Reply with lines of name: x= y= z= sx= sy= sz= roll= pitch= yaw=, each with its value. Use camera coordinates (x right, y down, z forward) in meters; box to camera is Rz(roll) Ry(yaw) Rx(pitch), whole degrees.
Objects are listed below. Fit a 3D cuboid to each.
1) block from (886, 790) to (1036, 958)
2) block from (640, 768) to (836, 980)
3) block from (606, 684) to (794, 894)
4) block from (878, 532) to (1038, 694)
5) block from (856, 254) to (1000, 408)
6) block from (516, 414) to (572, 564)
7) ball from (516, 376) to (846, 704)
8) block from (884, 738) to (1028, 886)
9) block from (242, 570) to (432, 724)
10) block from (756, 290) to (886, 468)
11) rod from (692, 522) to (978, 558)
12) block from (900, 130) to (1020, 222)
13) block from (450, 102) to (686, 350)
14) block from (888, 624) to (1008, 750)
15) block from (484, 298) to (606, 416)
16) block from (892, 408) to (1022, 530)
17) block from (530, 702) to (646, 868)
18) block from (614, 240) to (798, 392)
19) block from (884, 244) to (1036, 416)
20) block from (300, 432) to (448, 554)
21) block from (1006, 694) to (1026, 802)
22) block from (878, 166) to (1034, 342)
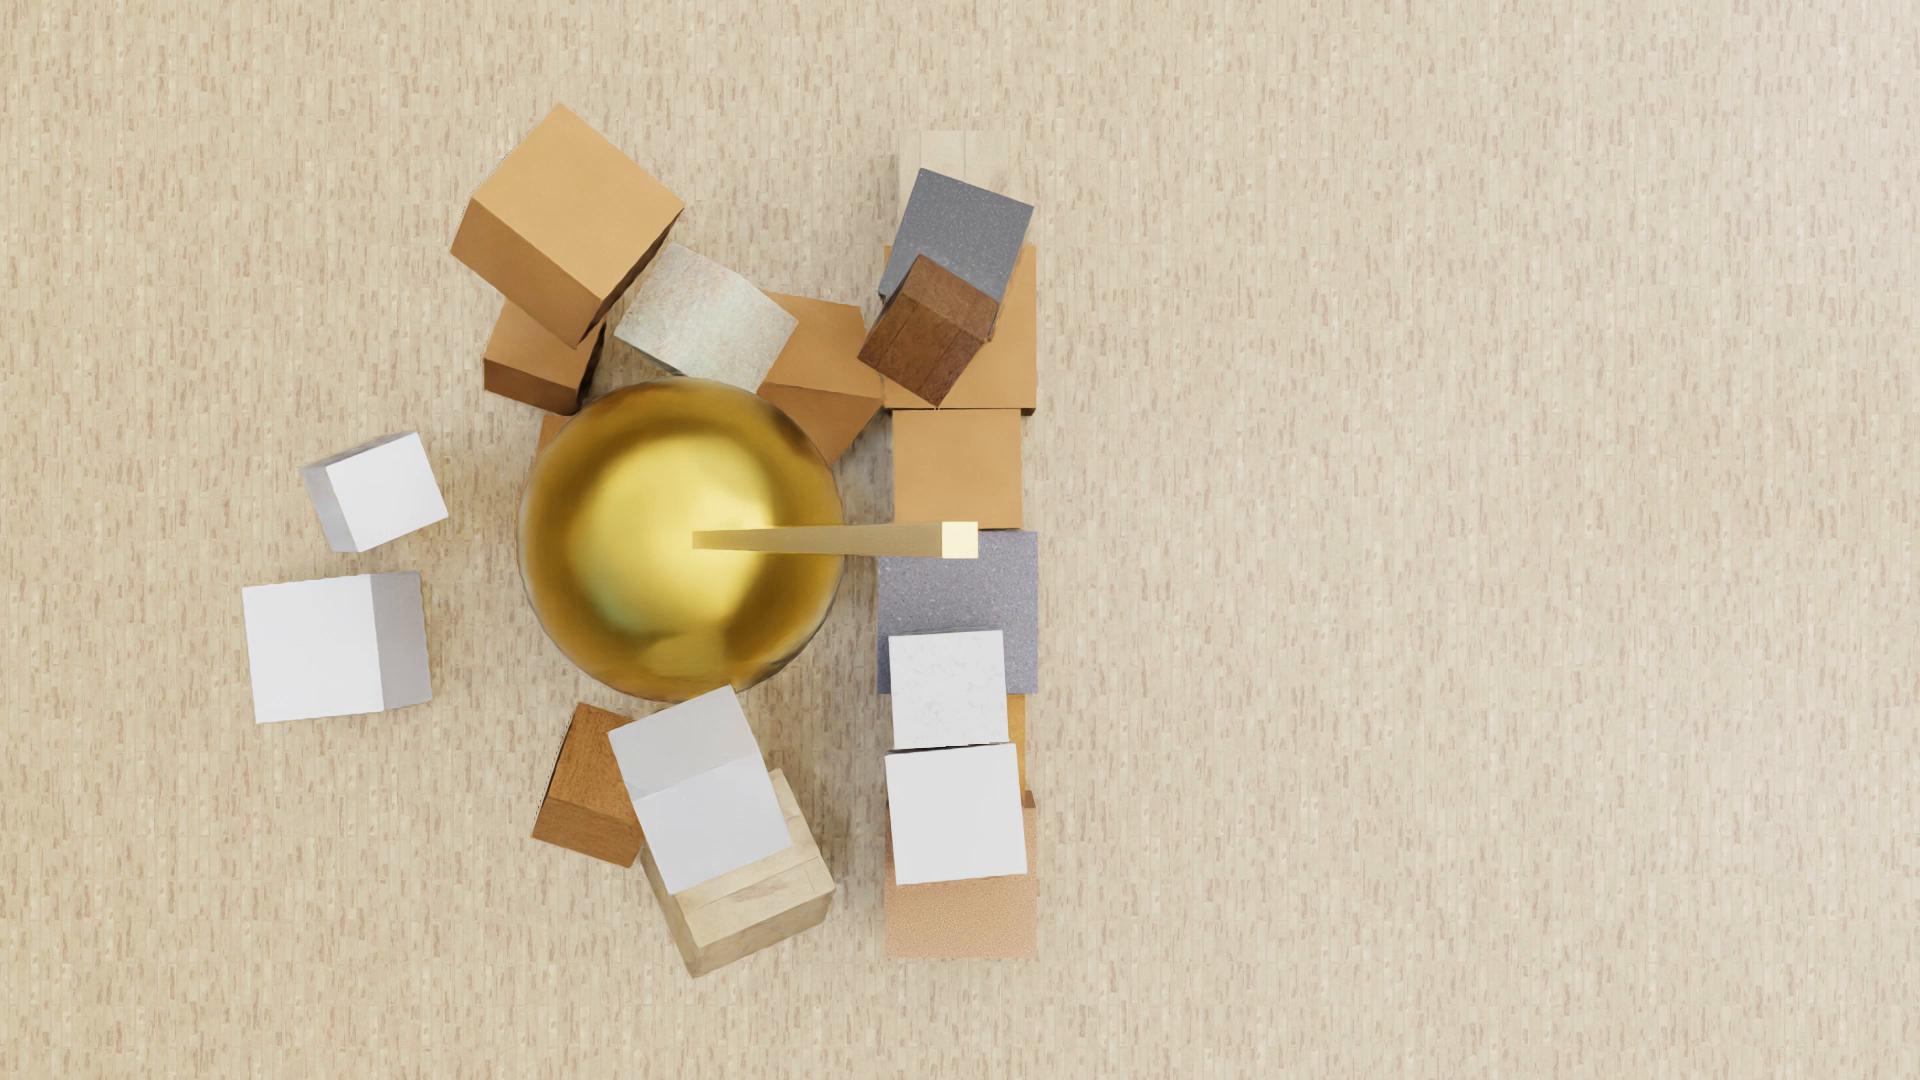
block: x=0.004 y=1.894 z=12.570 sx=0.836 sy=0.860 sz=0.826 roll=0 pitch=90 yaw=0
block: x=-1.250 y=1.869 z=12.269 sx=0.812 sy=0.791 sz=0.744 roll=-21 pitch=72 yaw=-18
block: x=-1.214 y=1.162 z=10.268 sx=0.616 sy=0.541 sz=0.605 roll=-21 pitch=126 yaw=-9
block: x=-0.013 y=0.405 z=12.630 sx=0.894 sy=0.740 sz=0.907 roll=0 pitch=90 yaw=0
block: x=-0.162 y=-1.077 z=11.296 sx=0.488 sy=0.407 sz=0.486 roll=31 pitch=127 yaw=-8
block: x=-1.962 y=-0.200 z=12.438 sx=0.739 sy=0.891 sz=0.875 roll=11 pitch=90 yaw=-26
ball: x=-1.354 y=0.000 z=10.733 sx=1.600 sy=1.600 sz=1.600 roll=0 pitch=90 yaw=0
block: x=-0.020 y=1.448 z=11.813 sx=0.685 sy=0.656 sz=0.677 roll=-5 pitch=87 yaw=0
block: x=-3.560 y=0.602 z=12.609 sx=0.770 sy=0.655 sz=0.766 roll=-6 pitch=90 yaw=10
block: x=-0.984 y=-0.905 z=12.302 sx=0.799 sy=0.653 sz=0.658 roll=6 pitch=53 yaw=-34
rod: x=-0.587 y=0.000 z=7.421 sx=0.080 sy=5.200 sz=0.080 roll=0 pitch=90 yaw=-13
block: x=0.002 y=-1.977 z=12.694 sx=0.681 sy=0.612 sz=0.659 roll=0 pitch=90 yaw=0
block: x=-2.035 y=-1.615 z=11.389 sx=0.816 sy=0.683 sz=0.732 roll=39 pitch=63 yaw=-7
block: x=-0.060 y=0.787 z=11.906 sx=0.600 sy=0.708 sz=0.592 roll=-3 pitch=90 yaw=0
block: x=-2.373 y=-1.080 z=12.578 sx=0.550 sy=0.545 sz=0.497 roll=19 pitch=72 yaw=-5
block: x=-0.013 y=-0.393 z=12.606 sx=0.708 sy=0.787 sz=0.663 roll=-1 pitch=90 yaw=0
block: x=-1.876 y=1.299 z=11.614 sx=0.549 sy=0.574 sz=0.560 roll=19 pitch=56 yaw=-9
block: x=-1.337 y=-1.121 z=11.611 sx=0.555 sy=0.569 sz=0.578 roll=29 pitch=86 yaw=37
block: x=0.000 y=-1.184 z=12.599 sx=0.847 sy=0.802 sz=0.905 roll=0 pitch=90 yaw=0
block: x=-3.186 y=-0.260 z=11.955 sx=0.531 sy=0.493 sz=0.487 roll=-25 pitch=104 yaw=-29
block: x=0.014 y=1.169 z=12.686 sx=0.706 sy=0.627 sz=0.603 roll=0 pitch=90 yaw=0
block: x=-0.015 y=-1.521 z=11.827 sx=0.631 sy=0.738 sz=0.689 roll=19 pitch=91 yaw=1
